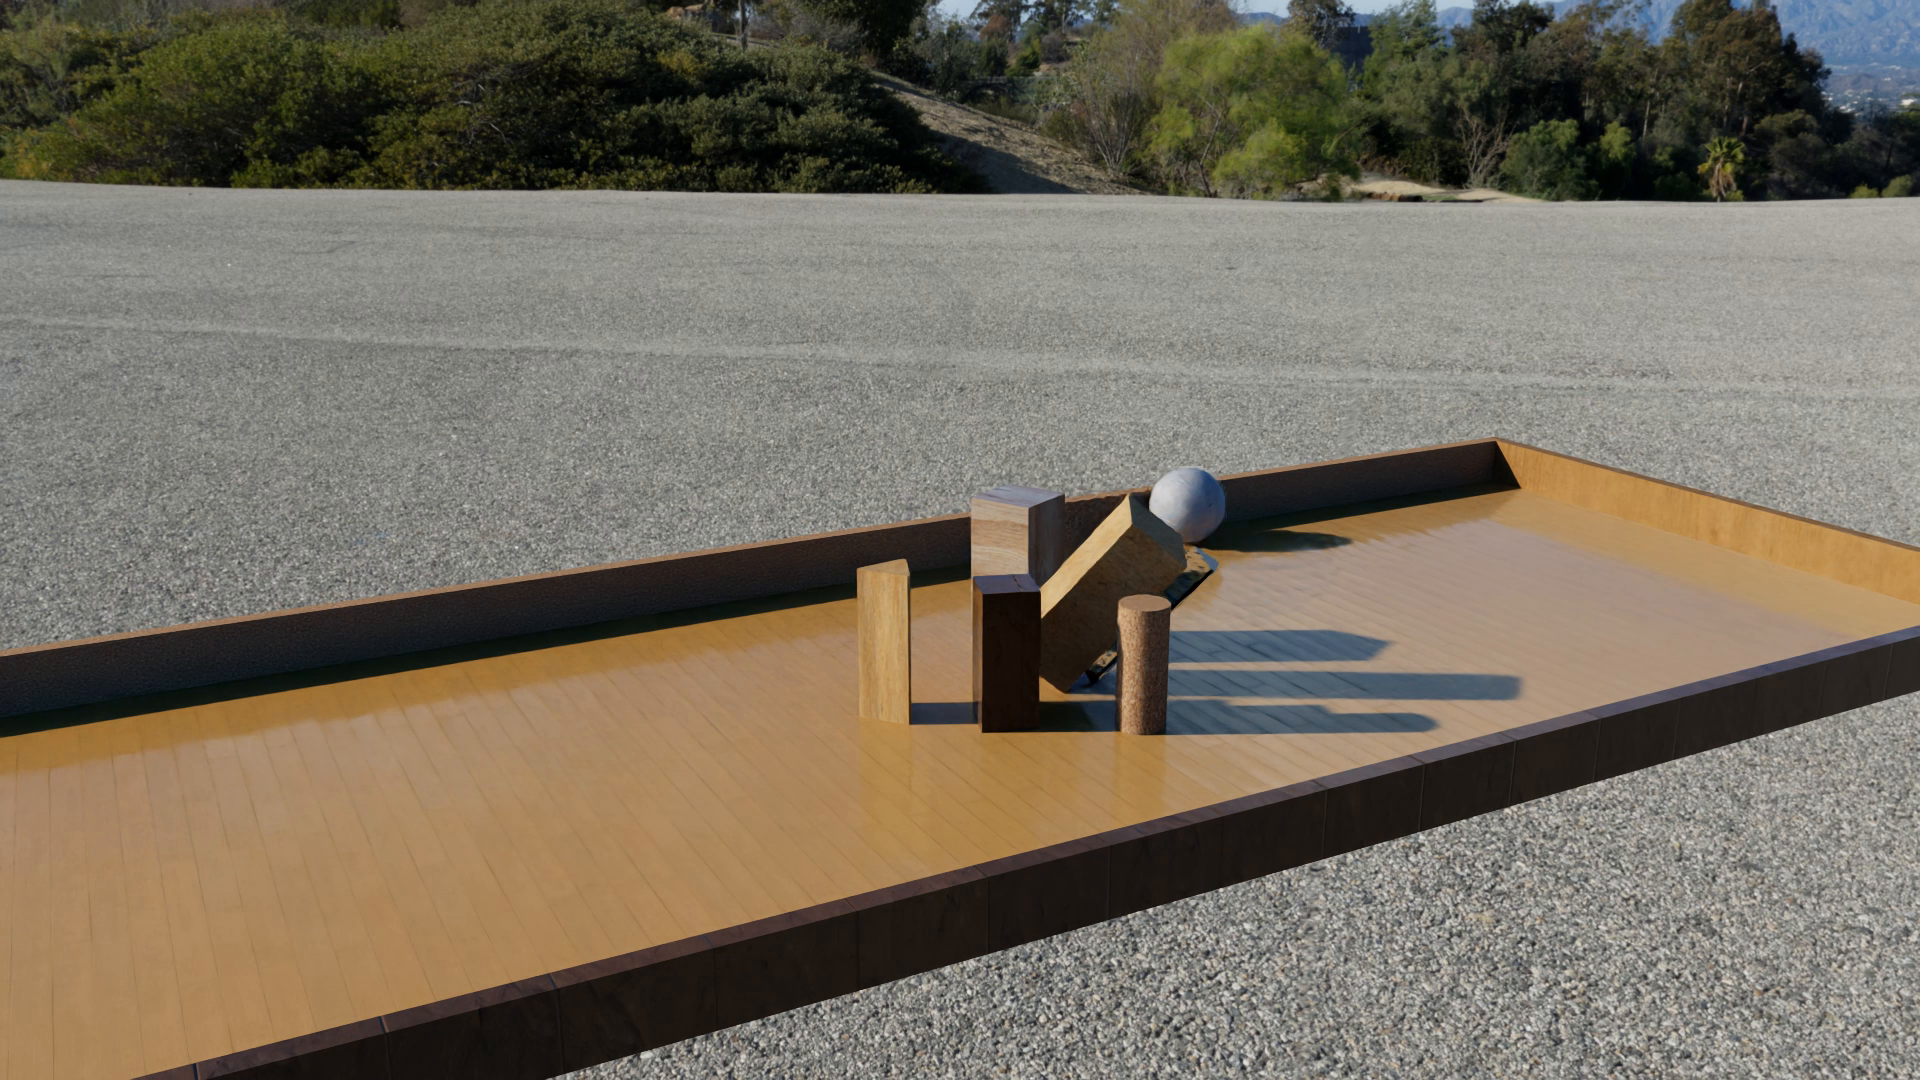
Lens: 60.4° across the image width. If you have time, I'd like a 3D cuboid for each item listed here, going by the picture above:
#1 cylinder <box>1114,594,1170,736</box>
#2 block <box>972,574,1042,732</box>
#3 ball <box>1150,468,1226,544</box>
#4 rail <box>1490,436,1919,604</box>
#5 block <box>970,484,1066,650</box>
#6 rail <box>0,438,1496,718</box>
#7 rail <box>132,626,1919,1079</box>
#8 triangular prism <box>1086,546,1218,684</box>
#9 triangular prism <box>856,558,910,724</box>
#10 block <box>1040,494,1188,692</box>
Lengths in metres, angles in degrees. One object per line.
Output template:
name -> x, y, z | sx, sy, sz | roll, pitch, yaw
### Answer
cylinder -> 0.424, 0.290, 3.831 | 0.120, 0.303, 0.120 | 0, 16, 0
block -> 0.107, 0.263, 3.856 | 0.135, 0.340, 0.135 | -3, 17, -9
ball -> 0.731, -0.112, 5.303 | 0.244, 0.244, 0.244 | 0, 16, 0
rail -> 2.466, -0.048, 5.253 | 0.050, 0.150, 2.100 | -9, 18, -27
block -> 0.151, 0.086, 4.319 | 0.176, 0.419, 0.176 | 11, 20, 34
rail -> -3.305, 0.497, 3.399 | 12.000, 0.150, 0.050 | -9, 18, -27
rail -> -2.336, 1.006, 1.665 | 12.000, 0.150, 0.050 | -9, 18, -27
triangular prism -> 0.456, 0.181, 4.082 | 0.077, 0.428, 0.089 | 45, 22, 0
triangular prism -> -0.155, 0.235, 3.904 | 0.135, 0.367, 0.117 | 7, 18, 22
block -> 0.333, 0.134, 4.045 | 0.174, 0.453, 0.174 | 37, 21, -14
